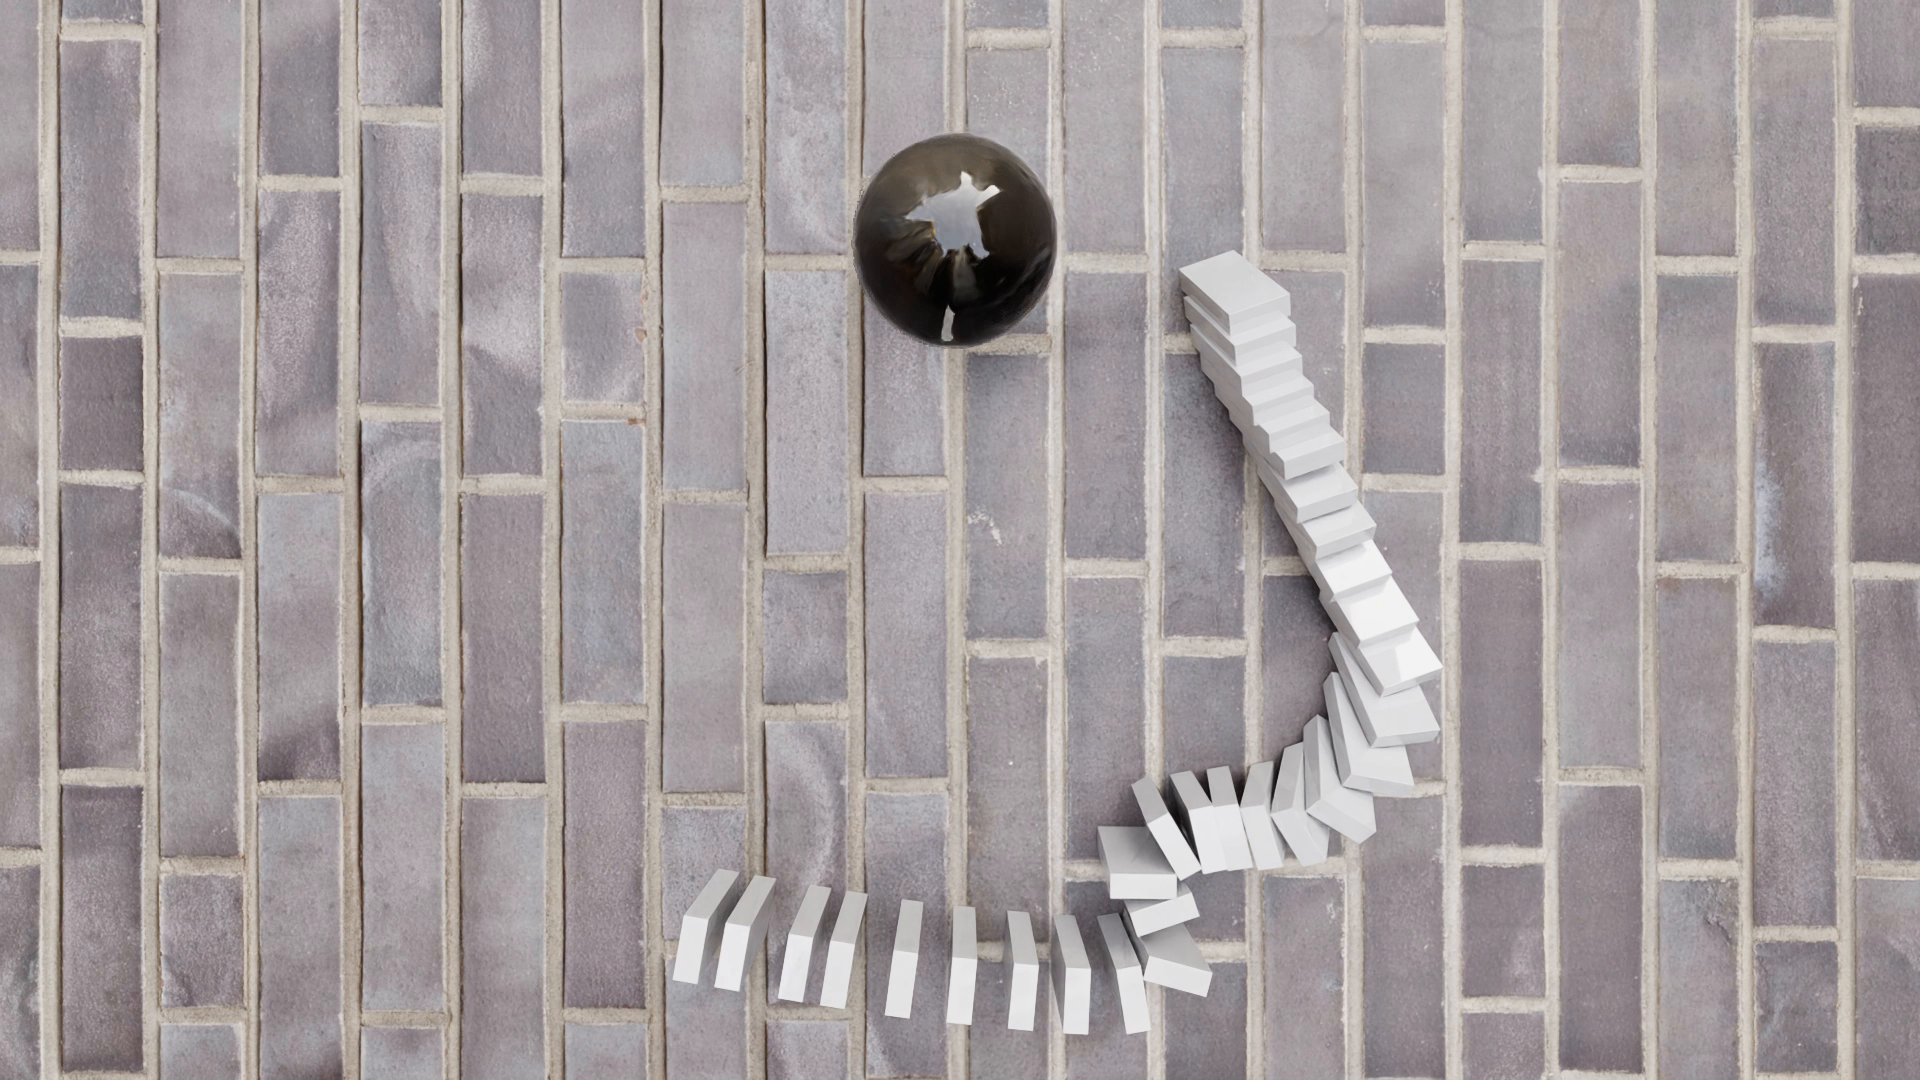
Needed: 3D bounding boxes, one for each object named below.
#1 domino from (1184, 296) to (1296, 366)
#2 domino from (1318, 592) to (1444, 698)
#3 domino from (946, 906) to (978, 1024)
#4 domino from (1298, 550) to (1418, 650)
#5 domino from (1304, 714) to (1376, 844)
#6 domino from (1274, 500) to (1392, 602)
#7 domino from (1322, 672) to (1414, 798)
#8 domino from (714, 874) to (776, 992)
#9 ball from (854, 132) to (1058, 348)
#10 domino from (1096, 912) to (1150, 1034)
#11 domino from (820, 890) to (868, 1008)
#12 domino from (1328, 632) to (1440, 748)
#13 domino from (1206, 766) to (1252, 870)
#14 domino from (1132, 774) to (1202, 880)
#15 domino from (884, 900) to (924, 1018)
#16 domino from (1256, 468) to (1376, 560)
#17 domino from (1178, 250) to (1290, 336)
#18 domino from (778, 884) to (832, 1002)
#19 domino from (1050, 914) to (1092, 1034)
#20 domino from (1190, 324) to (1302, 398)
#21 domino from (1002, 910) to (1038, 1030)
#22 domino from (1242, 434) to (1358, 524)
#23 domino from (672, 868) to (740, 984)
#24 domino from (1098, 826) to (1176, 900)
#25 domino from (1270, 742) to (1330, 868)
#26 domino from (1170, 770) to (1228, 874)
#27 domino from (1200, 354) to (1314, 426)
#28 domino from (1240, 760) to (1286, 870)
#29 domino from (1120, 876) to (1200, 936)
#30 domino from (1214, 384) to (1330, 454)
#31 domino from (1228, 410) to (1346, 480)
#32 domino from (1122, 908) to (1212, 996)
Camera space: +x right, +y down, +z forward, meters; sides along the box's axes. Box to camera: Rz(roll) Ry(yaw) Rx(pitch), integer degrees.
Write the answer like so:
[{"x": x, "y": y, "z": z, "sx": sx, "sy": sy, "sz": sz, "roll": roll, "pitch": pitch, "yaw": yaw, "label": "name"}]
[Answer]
[{"x": 0.114, "y": -0.090, "z": 0.377, "sx": 0.025, "sy": 0.050, "sz": 0.010, "roll": -19, "pitch": 128, "yaw": 0, "label": "domino"}, {"x": 0.174, "y": 0.038, "z": 0.382, "sx": 0.025, "sy": 0.009, "sz": 0.050, "roll": -20, "pitch": 55, "yaw": 0, "label": "domino"}, {"x": 0.001, "y": 0.172, "z": 0.375, "sx": 0.010, "sy": 0.050, "sz": 0.025, "roll": 5, "pitch": 90, "yaw": 0, "label": "domino"}, {"x": 0.165, "y": 0.018, "z": 0.383, "sx": 0.025, "sy": 0.009, "sz": 0.050, "roll": -20, "pitch": 59, "yaw": 0, "label": "domino"}, {"x": 0.155, "y": 0.097, "z": 0.377, "sx": 0.025, "sy": 0.050, "sz": 0.009, "roll": 31, "pitch": 125, "yaw": 0, "label": "domino"}, {"x": 0.155, "y": -0.001, "z": 0.384, "sx": 0.025, "sy": 0.010, "sz": 0.050, "roll": -20, "pitch": 61, "yaw": 0, "label": "domino"}, {"x": 0.168, "y": 0.080, "z": 0.379, "sx": 0.025, "sy": 0.009, "sz": 0.050, "roll": 10, "pitch": 45, "yaw": 0, "label": "domino"}, {"x": -0.087, "y": 0.159, "z": 0.375, "sx": 0.009, "sy": 0.050, "sz": 0.025, "roll": 10, "pitch": 90, "yaw": 0, "label": "domino"}, {"x": -0.002, "y": -0.116, "z": 0.360, "sx": 0.080, "sy": 0.080, "sz": 0.080, "roll": 0, "pitch": 90, "yaw": 0, "label": "ball"}, {"x": 0.066, "y": 0.176, "z": 0.375, "sx": 0.009, "sy": 0.050, "sz": 0.025, "roll": -9, "pitch": 90, "yaw": 0, "label": "domino"}, {"x": -0.047, "y": 0.166, "z": 0.375, "sx": 0.010, "sy": 0.050, "sz": 0.025, "roll": 9, "pitch": 90, "yaw": 0, "label": "domino"}, {"x": 0.175, "y": 0.060, "z": 0.380, "sx": 0.025, "sy": 0.010, "sz": 0.050, "roll": -7, "pitch": 50, "yaw": 0, "label": "domino"}, {"x": 0.110, "y": 0.112, "z": 0.375, "sx": 0.010, "sy": 0.050, "sz": 0.025, "roll": -13, "pitch": 90, "yaw": 13, "label": "domino"}, {"x": 0.084, "y": 0.116, "z": 0.375, "sx": 0.010, "sy": 0.050, "sz": 0.025, "roll": -31, "pitch": 90, "yaw": 4, "label": "domino"}, {"x": -0.022, "y": 0.170, "z": 0.375, "sx": 0.009, "sy": 0.050, "sz": 0.025, "roll": 8, "pitch": 90, "yaw": 0, "label": "domino"}, {"x": 0.147, "y": -0.018, "z": 0.381, "sx": 0.025, "sy": 0.009, "sz": 0.050, "roll": -20, "pitch": 52, "yaw": 0, "label": "domino"}, {"x": 0.112, "y": -0.103, "z": 0.378, "sx": 0.025, "sy": 0.050, "sz": 0.010, "roll": -19, "pitch": 128, "yaw": 0, "label": "domino"}, {"x": -0.063, "y": 0.164, "z": 0.375, "sx": 0.010, "sy": 0.050, "sz": 0.025, "roll": 10, "pitch": 90, "yaw": 0, "label": "domino"}, {"x": 0.045, "y": 0.176, "z": 0.375, "sx": 0.010, "sy": 0.050, "sz": 0.025, "roll": 3, "pitch": 90, "yaw": 0, "label": "domino"}, {"x": 0.117, "y": -0.078, "z": 0.377, "sx": 0.025, "sy": 0.050, "sz": 0.010, "roll": -19, "pitch": 128, "yaw": 0, "label": "domino"}, {"x": 0.024, "y": 0.175, "z": 0.375, "sx": 0.010, "sy": 0.050, "sz": 0.025, "roll": 5, "pitch": 90, "yaw": 0, "label": "domino"}, {"x": 0.140, "y": -0.031, "z": 0.380, "sx": 0.025, "sy": 0.009, "sz": 0.050, "roll": -19, "pitch": 48, "yaw": 1, "label": "domino"}, {"x": -0.103, "y": 0.157, "z": 0.375, "sx": 0.009, "sy": 0.050, "sz": 0.025, "roll": 10, "pitch": 90, "yaw": 0, "label": "domino"}, {"x": 0.071, "y": 0.131, "z": 0.374, "sx": 0.025, "sy": 0.050, "sz": 0.009, "roll": 0, "pitch": 93, "yaw": 3, "label": "domino"}, {"x": 0.141, "y": 0.107, "z": 0.376, "sx": 0.009, "sy": 0.050, "sz": 0.025, "roll": -31, "pitch": 94, "yaw": 31, "label": "domino"}, {"x": 0.097, "y": 0.114, "z": 0.375, "sx": 0.009, "sy": 0.050, "sz": 0.025, "roll": -13, "pitch": 90, "yaw": 5, "label": "domino"}, {"x": 0.121, "y": -0.067, "z": 0.377, "sx": 0.025, "sy": 0.050, "sz": 0.010, "roll": -19, "pitch": 128, "yaw": 0, "label": "domino"}, {"x": 0.125, "y": 0.112, "z": 0.375, "sx": 0.009, "sy": 0.050, "sz": 0.025, "roll": -17, "pitch": 90, "yaw": 24, "label": "domino"}, {"x": 0.078, "y": 0.143, "z": 0.375, "sx": 0.025, "sy": 0.050, "sz": 0.009, "roll": -19, "pitch": 90, "yaw": 0, "label": "domino"}, {"x": 0.127, "y": -0.056, "z": 0.377, "sx": 0.025, "sy": 0.050, "sz": 0.010, "roll": -20, "pitch": 128, "yaw": 0, "label": "domino"}, {"x": 0.133, "y": -0.046, "z": 0.378, "sx": 0.025, "sy": 0.050, "sz": 0.009, "roll": -19, "pitch": 128, "yaw": 0, "label": "domino"}, {"x": 0.083, "y": 0.167, "z": 0.375, "sx": 0.025, "sy": 0.050, "sz": 0.010, "roll": 15, "pitch": 90, "yaw": 0, "label": "domino"}]
